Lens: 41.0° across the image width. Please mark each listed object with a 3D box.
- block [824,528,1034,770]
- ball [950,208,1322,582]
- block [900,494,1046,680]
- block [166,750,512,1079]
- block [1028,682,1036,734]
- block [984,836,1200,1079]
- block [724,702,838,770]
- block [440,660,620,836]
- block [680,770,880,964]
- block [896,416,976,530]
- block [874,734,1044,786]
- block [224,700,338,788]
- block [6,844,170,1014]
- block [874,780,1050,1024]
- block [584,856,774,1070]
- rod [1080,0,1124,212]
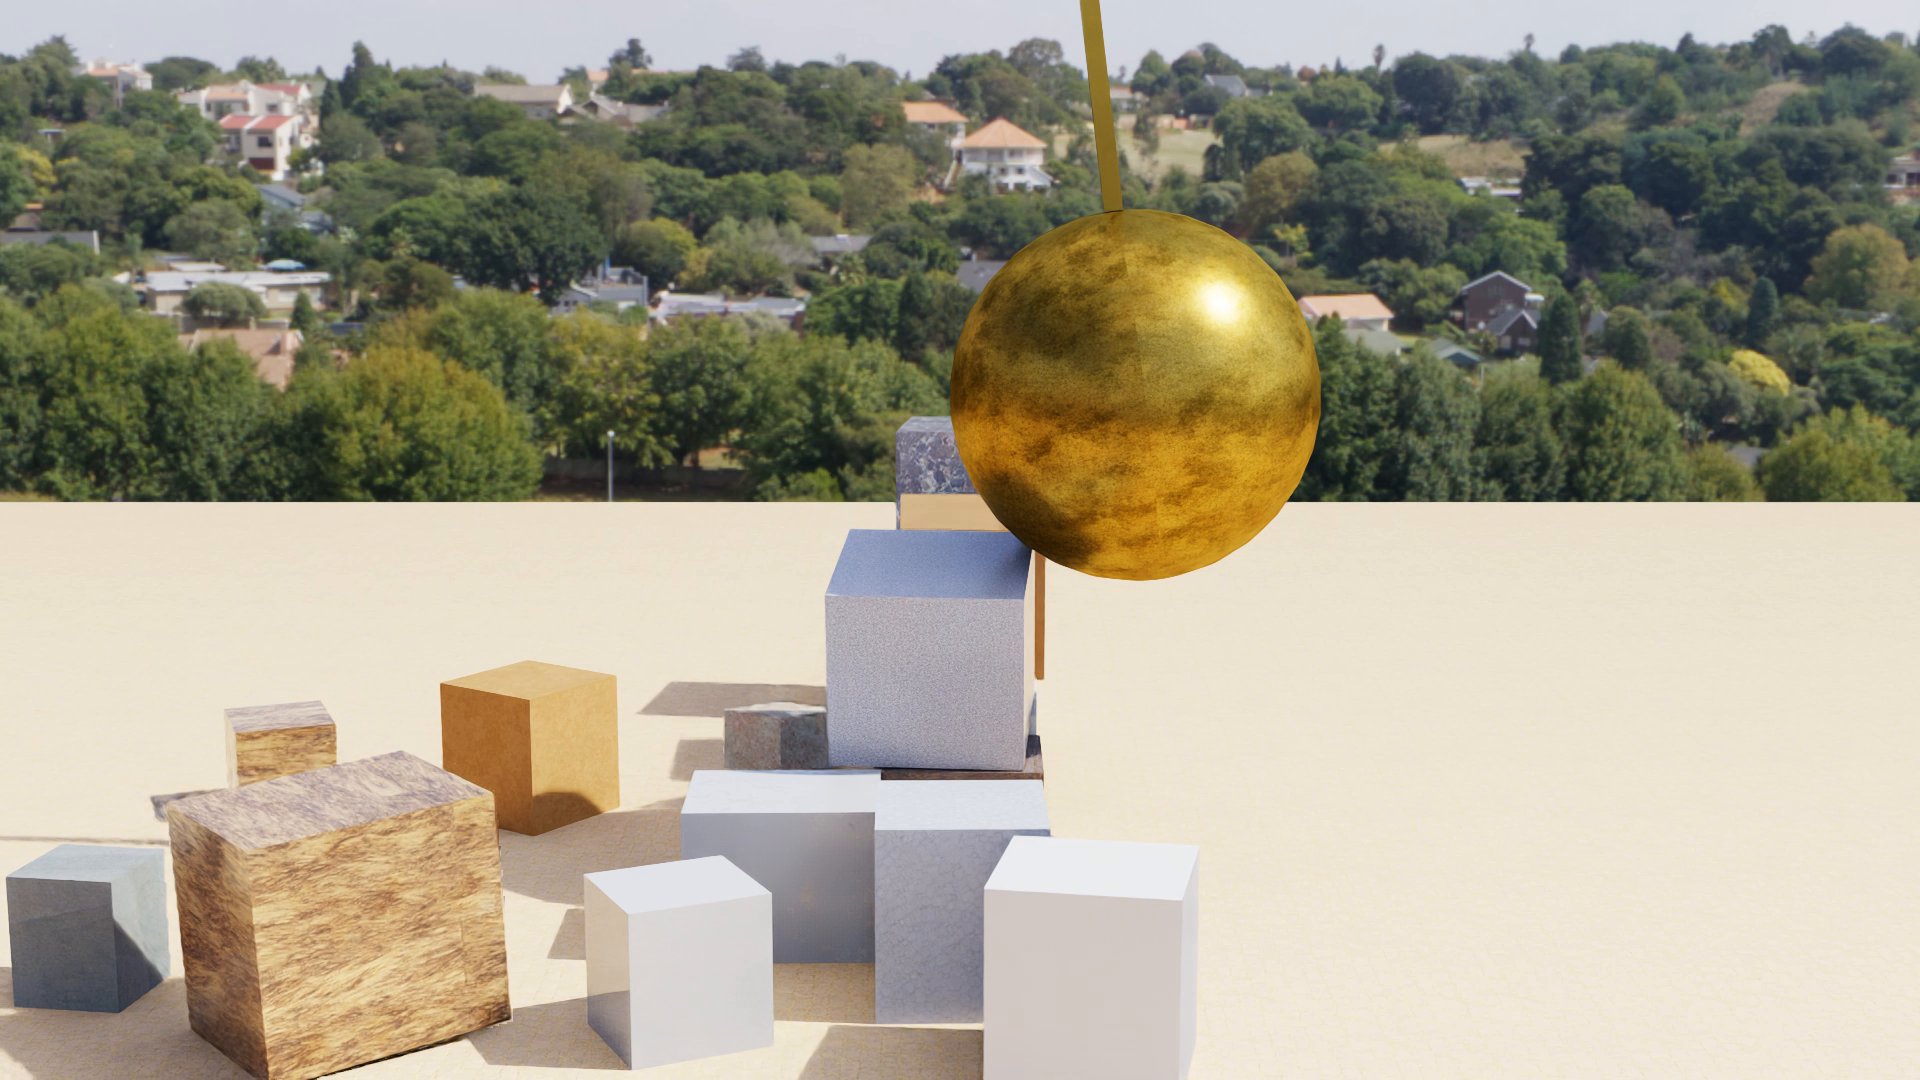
[{"bbox_3d":[-0.112,0.461,11.155,0.829,0.764,0.905,1,18,4],"label":"block"},{"bbox_3d":[0.754,-0.623,11.067,1.600,1.600,1.600,0,10,0],"label":"ball"},{"bbox_3d":[0.056,0.227,13.042,0.712,0.760,0.822,0,14,-1],"label":"block"},{"bbox_3d":[-2.284,1.370,9.452,0.940,0.878,0.753,-11,15,-36],"label":"block"},{"bbox_3d":[-0.002,1.062,11.788,0.705,0.692,0.640,0,10,2],"label":"block"},{"bbox_3d":[0.474,1.520,9.098,0.680,0.754,0.635,2,10,10],"label":"block"},{"bbox_3d":[-0.861,1.036,12.329,0.391,0.445,0.381,5,6,42],"label":"block"},{"bbox_3d":[-2.059,0.987,12.307,0.587,0.655,0.592,7,12,34],"label":"block"},{"bbox_3d":[-0.718,1.329,10.513,0.781,0.624,0.632,0,10,-1],"label":"block"},{"bbox_3d":[0.042,-0.269,14.199,0.705,0.745,0.800,1,9,5],"label":"block"},{"bbox_3d":[-0.006,1.221,11.162,0.720,0.605,0.627,0,10,0],"label":"block"},{"bbox_3d":[-3.284,1.071,12.414,0.463,0.451,0.502,-4,11,-21],"label":"block"},{"bbox_3d":[-3.359,1.494,9.904,0.428,0.517,0.425,2,10,9],"label":"block"},{"bbox_3d":[0.004,1.380,9.864,0.651,0.756,0.669,0,10,-1],"label":"block"},{"bbox_3d":[-1.037,1.544,9.443,0.544,0.582,0.513,-5,11,-25],"label":"block"},{"bbox_3d":[0.327,-3.941,10.464,0.080,5.200,0.080,-7,10,1],"label":"rod"}]
